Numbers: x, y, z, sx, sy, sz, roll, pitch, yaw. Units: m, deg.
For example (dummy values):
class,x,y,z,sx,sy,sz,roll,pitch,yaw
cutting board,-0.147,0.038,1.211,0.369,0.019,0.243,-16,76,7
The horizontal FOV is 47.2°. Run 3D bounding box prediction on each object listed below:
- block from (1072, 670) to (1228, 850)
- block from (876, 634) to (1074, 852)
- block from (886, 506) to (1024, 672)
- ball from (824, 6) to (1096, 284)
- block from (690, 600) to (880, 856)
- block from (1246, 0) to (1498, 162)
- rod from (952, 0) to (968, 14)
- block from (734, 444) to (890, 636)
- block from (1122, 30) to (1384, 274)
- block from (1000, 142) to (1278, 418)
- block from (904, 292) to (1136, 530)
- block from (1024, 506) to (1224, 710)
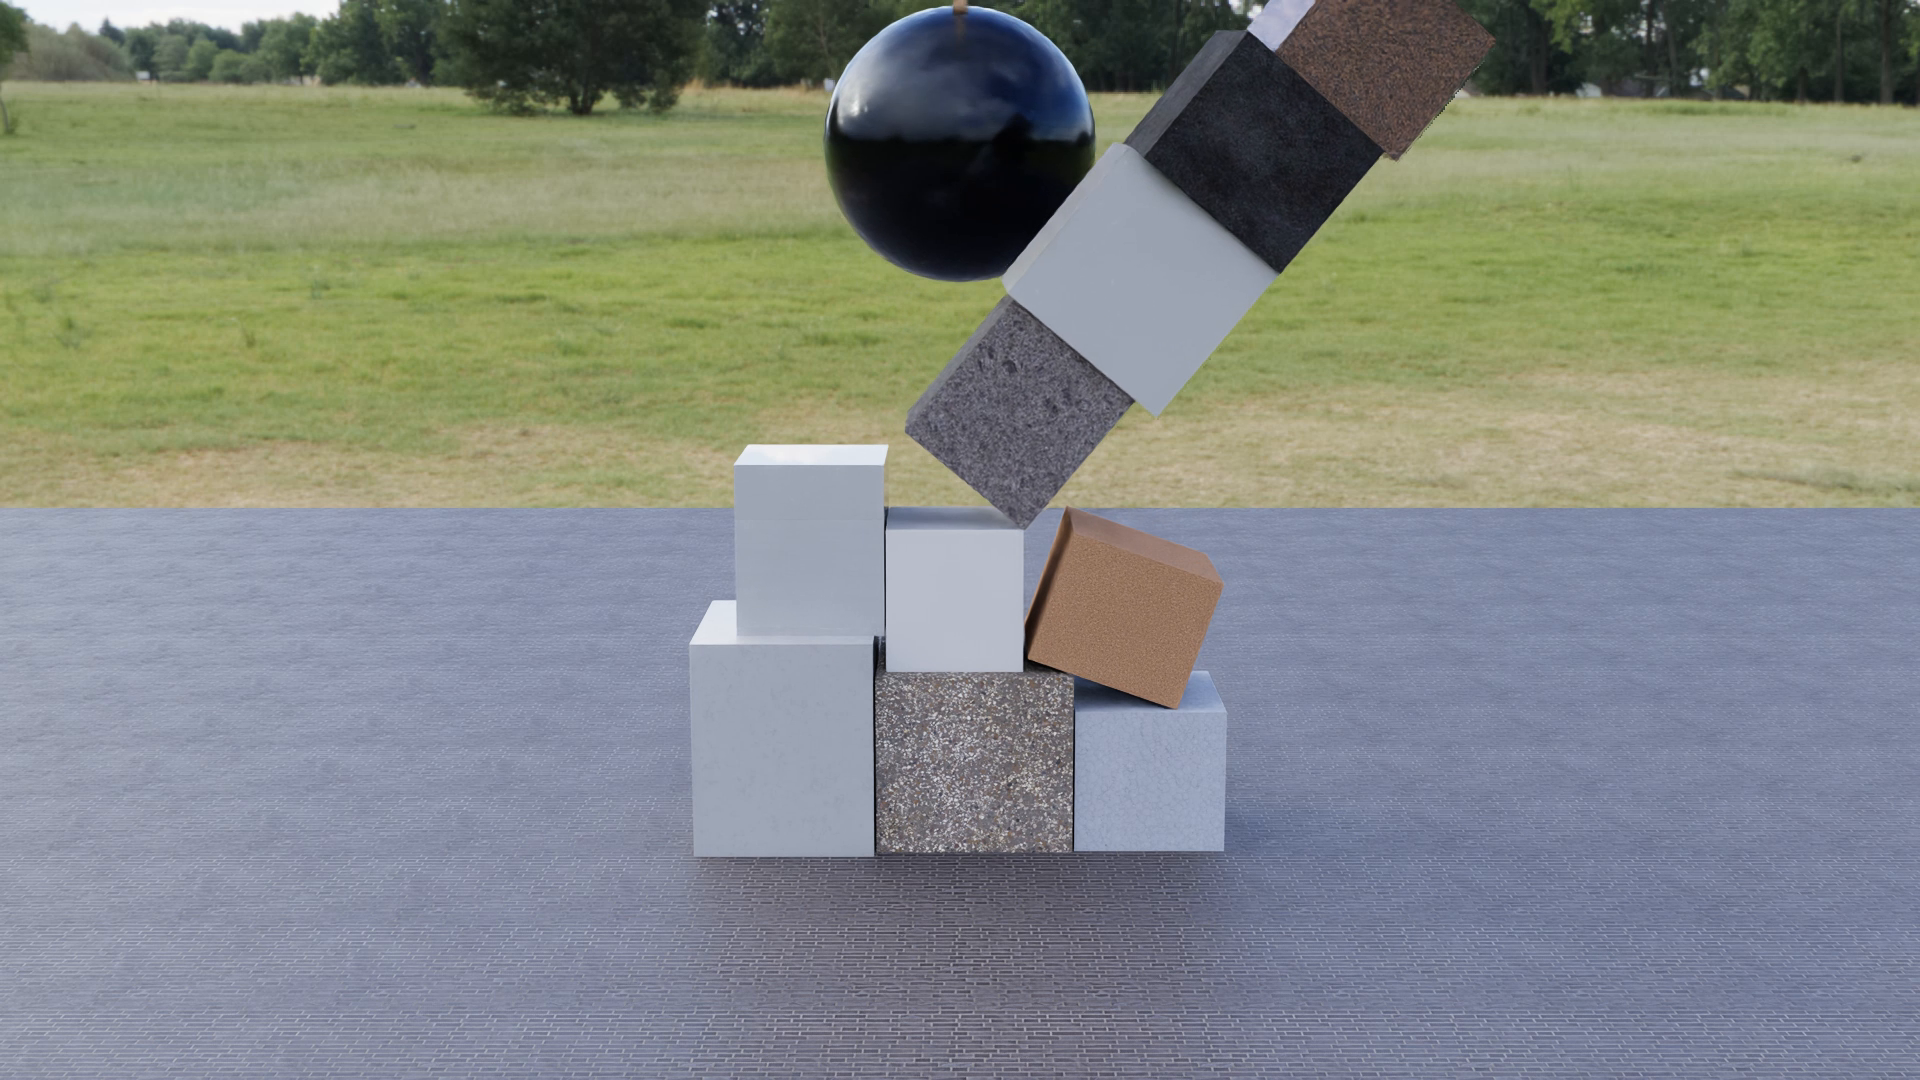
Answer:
class,x,y,z,sx,sy,sz,roll,pitch,yaw
block,0.946,1.127,11.366,0.751,0.716,0.864,0,10,0
block,0.072,1.033,11.375,0.977,0.897,0.957,0,10,0
block,-0.028,0.240,11.221,0.681,0.718,0.696,0,10,0
ball,0.000,-2.307,12.869,1.600,1.600,1.600,0,10,0
block,-0.874,0.948,11.333,0.895,1.081,1.040,0,10,0
block,1.964,-2.430,10.725,0.808,0.731,0.753,37,9,-16
rod,0.000,-5.236,11.142,0.080,5.200,0.080,0,31,0
block,-0.739,-0.010,11.187,0.734,0.857,0.723,0,10,0
block,1.413,-1.922,10.800,0.866,0.750,0.889,39,8,-11
block,0.870,-1.315,10.958,0.945,0.906,0.838,39,8,-8
block,0.290,-0.675,11.086,0.768,0.838,0.790,39,8,-7
block,0.819,0.331,11.245,0.784,0.673,0.816,19,10,-3
